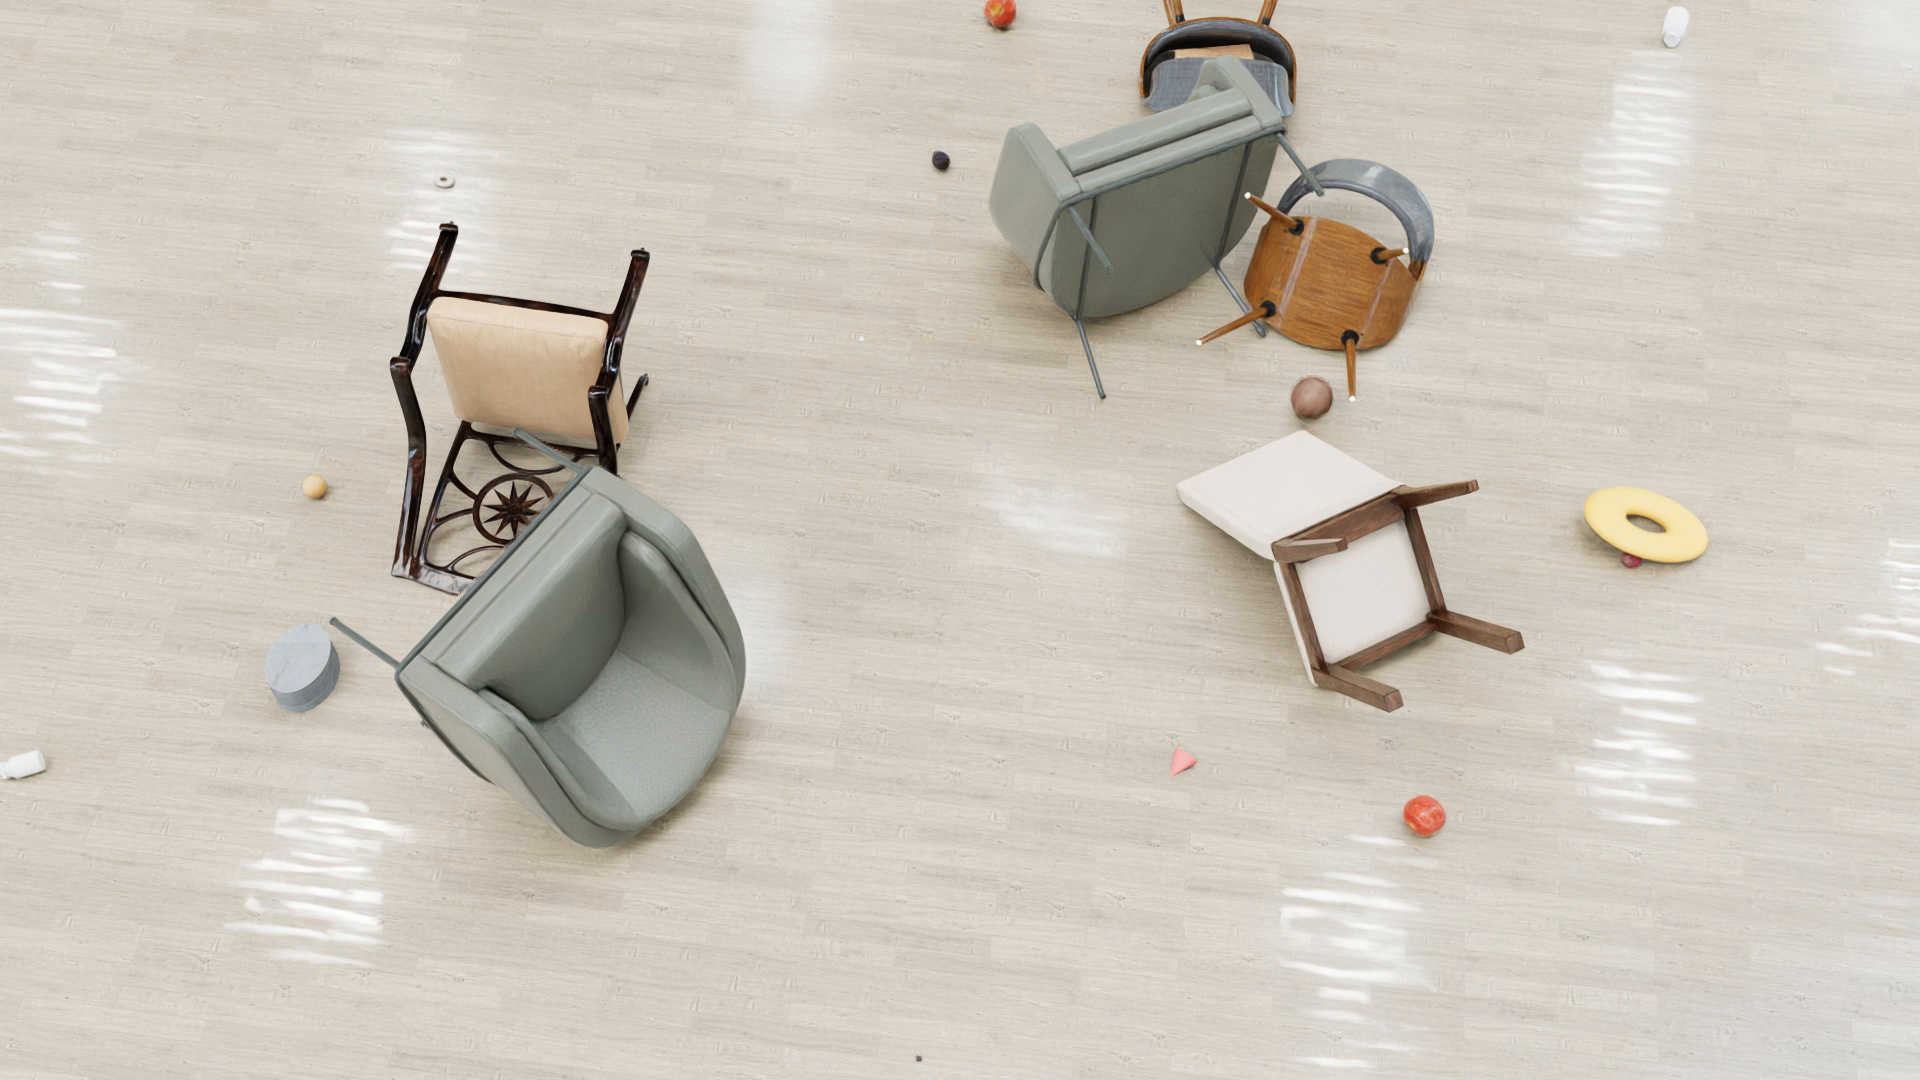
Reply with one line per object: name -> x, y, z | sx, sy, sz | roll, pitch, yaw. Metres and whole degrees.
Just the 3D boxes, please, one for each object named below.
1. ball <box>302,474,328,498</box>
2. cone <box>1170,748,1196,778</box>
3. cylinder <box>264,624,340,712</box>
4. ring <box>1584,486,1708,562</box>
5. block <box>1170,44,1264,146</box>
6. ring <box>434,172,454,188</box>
ball -> -1.948, -0.161, 6.639 | 0.072, 0.072, 0.072 | 0, 56, 0
cone -> 0.608, 0.631, 6.137 | 0.075, 0.047, 0.081 | 32, 78, 25
cylinder -> -1.871, 0.364, 6.260 | 0.173, 0.116, 0.232 | 12, 57, 8
ring -> 2.037, -0.048, 6.537 | 0.380, 0.064, 0.282 | 15, 44, 1
block -> 0.872, -1.511, 7.471 | 0.255, 0.194, 0.262 | -6, 56, -4
ring -> -1.730, -1.206, 7.373 | 0.076, 0.018, 0.057 | 22, 60, 15
